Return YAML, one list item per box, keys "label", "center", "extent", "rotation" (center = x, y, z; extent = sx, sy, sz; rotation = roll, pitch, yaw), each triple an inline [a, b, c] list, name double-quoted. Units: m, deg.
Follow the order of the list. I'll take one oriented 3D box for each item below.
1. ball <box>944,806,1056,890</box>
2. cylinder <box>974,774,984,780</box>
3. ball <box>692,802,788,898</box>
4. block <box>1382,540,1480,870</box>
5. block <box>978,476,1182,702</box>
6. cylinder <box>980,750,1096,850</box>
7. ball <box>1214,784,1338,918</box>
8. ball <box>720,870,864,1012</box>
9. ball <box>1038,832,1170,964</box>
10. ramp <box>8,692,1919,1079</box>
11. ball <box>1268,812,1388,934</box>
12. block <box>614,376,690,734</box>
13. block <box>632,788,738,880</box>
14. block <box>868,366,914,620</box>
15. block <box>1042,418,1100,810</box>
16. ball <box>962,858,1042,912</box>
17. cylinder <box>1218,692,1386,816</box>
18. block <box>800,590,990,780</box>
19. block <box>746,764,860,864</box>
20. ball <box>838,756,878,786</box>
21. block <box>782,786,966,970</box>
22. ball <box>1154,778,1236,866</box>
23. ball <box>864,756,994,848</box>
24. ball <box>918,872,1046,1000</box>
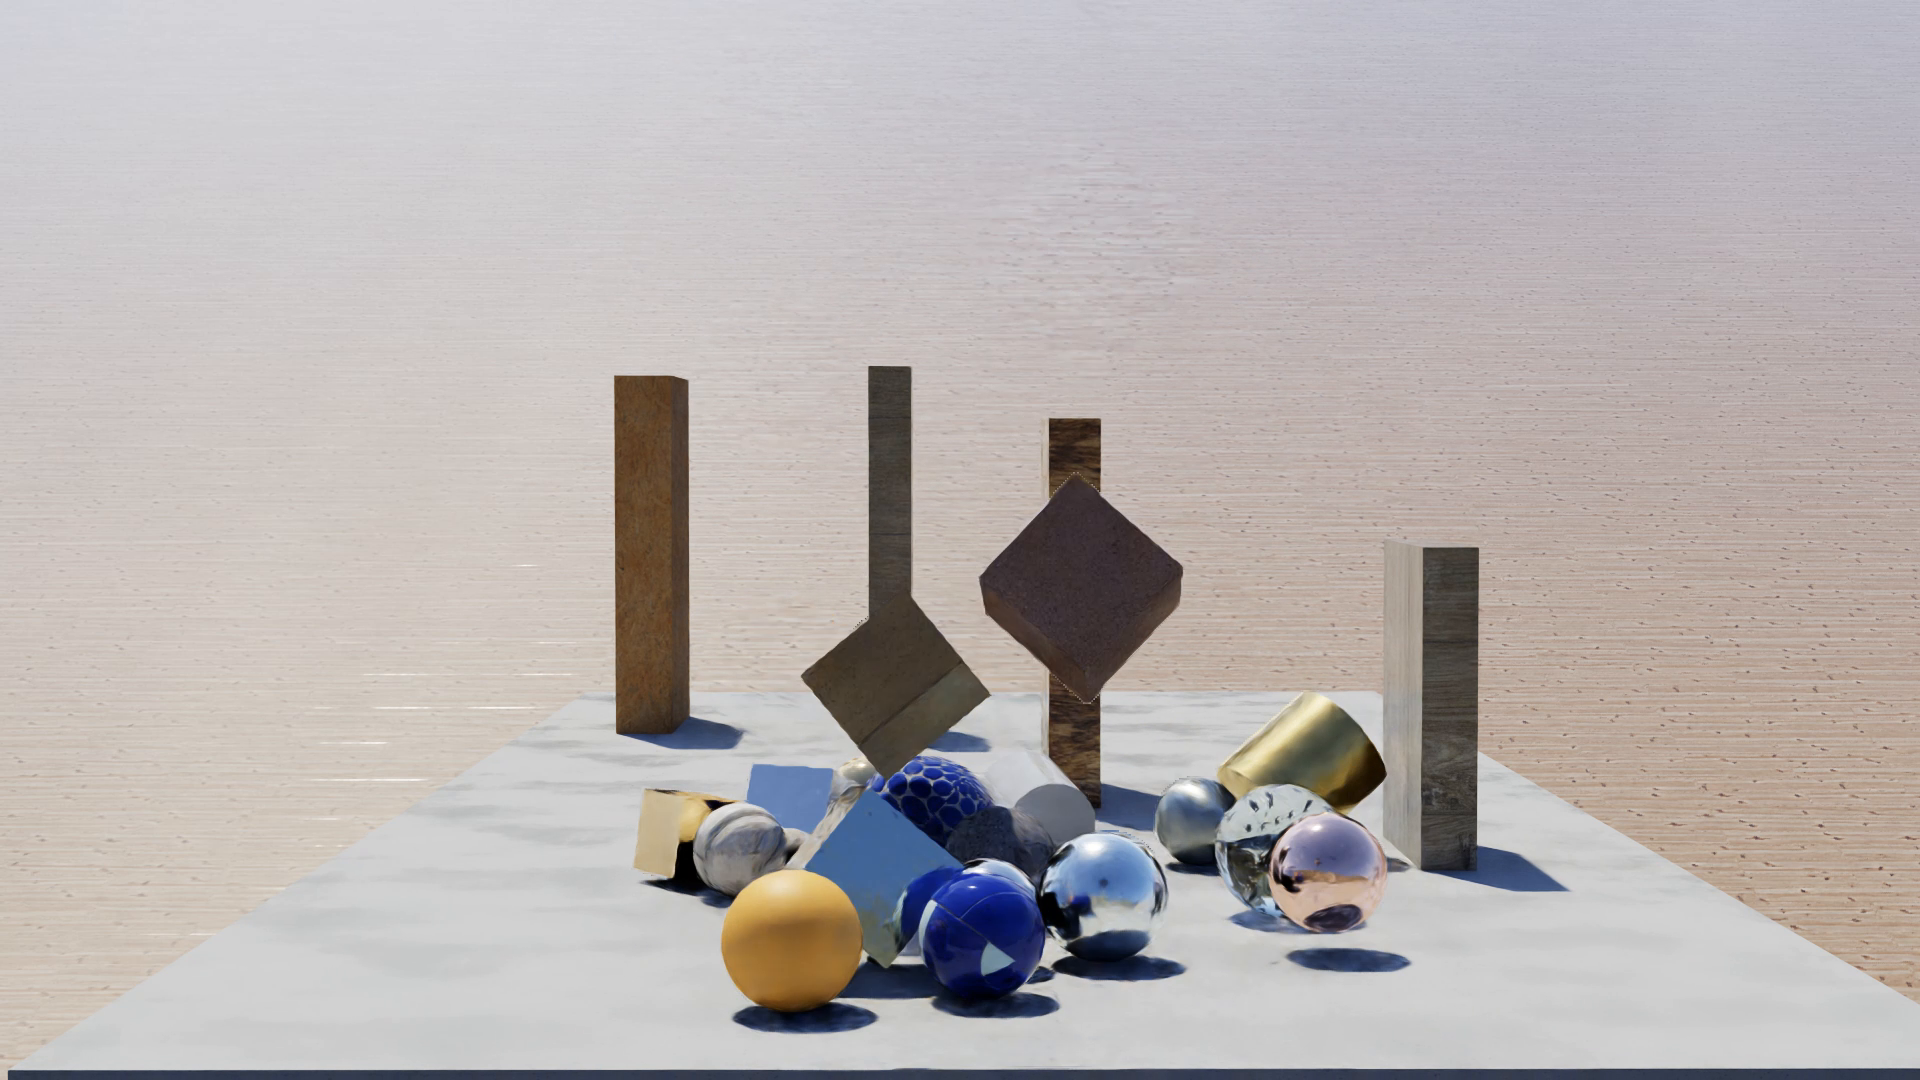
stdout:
- label: "ball"
  center: [0.051, 0.420, 3.320]
  extent: [0.151, 0.151, 0.151]
  rotation: [0, 24, 0]
- label: "cylinder"
  center: [0.044, 0.416, 3.916]
  extent: [0.118, 0.118, 0.118]
  rotation: [0, 24, -1]
- label: "ball"
  center: [-0.301, 0.425, 3.526]
  extent: [0.130, 0.130, 0.130]
  rotation: [0, 24, 0]
- label: "block"
  center: [0.711, 0.240, 3.911]
  extent: [0.081, 0.471, 0.339]
  rotation: [0, 2, 0]
- label: "block"
  center: [0.116, 0.048, 2.461]
  extent: [0.134, 0.134, 0.134]
  rotation: [41, 80, 13]
- label: "cylinder"
  center: [0.110, 0.396, 3.766]
  extent: [0.138, 0.138, 0.138]
  rotation: [-7, 17, -15]
- label: "ball"
  center: [0.422, 0.407, 3.378]
  extent: [0.175, 0.175, 0.175]
  rotation: [0, 24, 0]
- label: "ball"
  center: [-0.183, 0.437, 2.809]
  extent: [0.155, 0.155, 0.155]
  rotation: [0, 24, 0]
- label: "ball"
  center: [0.172, 0.427, 3.079]
  extent: [0.156, 0.156, 0.156]
  rotation: [0, 24, 0]
- label: "ramp"
  center: [0.056, 0.504, 4.548]
  extent: [2.000, 0.100, 4.000]
  rotation: [0, 2, 0]
- label: "ball"
  center: [0.446, 0.404, 3.127]
  extent: [0.145, 0.145, 0.145]
  rotation: [0, 24, 0]
- label: "block"
  center: [-0.684, 0.026, 5.743]
  extent: [0.122, 0.774, 0.367]
  rotation: [0, 2, 0]
- label: "block"
  center: [-0.379, 0.420, 3.654]
  extent: [0.113, 0.113, 0.113]
  rotation: [10, -4, -37]
- label: "block"
  center: [-0.150, 0.020, 5.643]
  extent: [0.092, 0.793, 0.258]
  rotation: [0, 2, 0]
- label: "block"
  center: [0.195, 0.120, 4.577]
  extent: [0.088, 0.666, 0.385]
  rotation: [0, 2, 0]
- label: "ball"
  center: [0.032, 0.440, 3.037]
  extent: [0.132, 0.132, 0.132]
  rotation: [0, 24, 0]
- label: "cylinder"
  center: [0.512, 0.352, 3.864]
  extent: [0.178, 0.178, 0.178]
  rotation: [-39, 38, -16]
- label: "block"
  center: [-0.084, 0.189, 3.325]
  extent: [0.171, 0.171, 0.171]
  rotation: [-39, -2, -4]
- label: "block"
  center: [-0.219, 0.401, 3.652]
  extent: [0.129, 0.129, 0.129]
  rotation: [1, -20, 25]
- label: "ball"
  center: [-0.147, 0.407, 4.097]
  extent: [0.126, 0.126, 0.126]
  rotation: [0, 24, 0]
- label: "block"
  center: [-0.108, 0.393, 3.014]
  extent: [0.147, 0.147, 0.147]
  rotation: [-51, 5, -11]
- label: "ball"
  center: [0.352, 0.415, 3.799]
  extent: [0.129, 0.129, 0.129]
  rotation: [0, 24, 0]
- label: "ball"
  center: [-0.048, 0.391, 3.464]
  extent: [0.202, 0.202, 0.202]
  rotation: [0, 24, 0]
- label: "ball"
  center: [0.024, 0.441, 2.871]
  extent: [0.142, 0.142, 0.142]
  rotation: [0, 24, 0]
